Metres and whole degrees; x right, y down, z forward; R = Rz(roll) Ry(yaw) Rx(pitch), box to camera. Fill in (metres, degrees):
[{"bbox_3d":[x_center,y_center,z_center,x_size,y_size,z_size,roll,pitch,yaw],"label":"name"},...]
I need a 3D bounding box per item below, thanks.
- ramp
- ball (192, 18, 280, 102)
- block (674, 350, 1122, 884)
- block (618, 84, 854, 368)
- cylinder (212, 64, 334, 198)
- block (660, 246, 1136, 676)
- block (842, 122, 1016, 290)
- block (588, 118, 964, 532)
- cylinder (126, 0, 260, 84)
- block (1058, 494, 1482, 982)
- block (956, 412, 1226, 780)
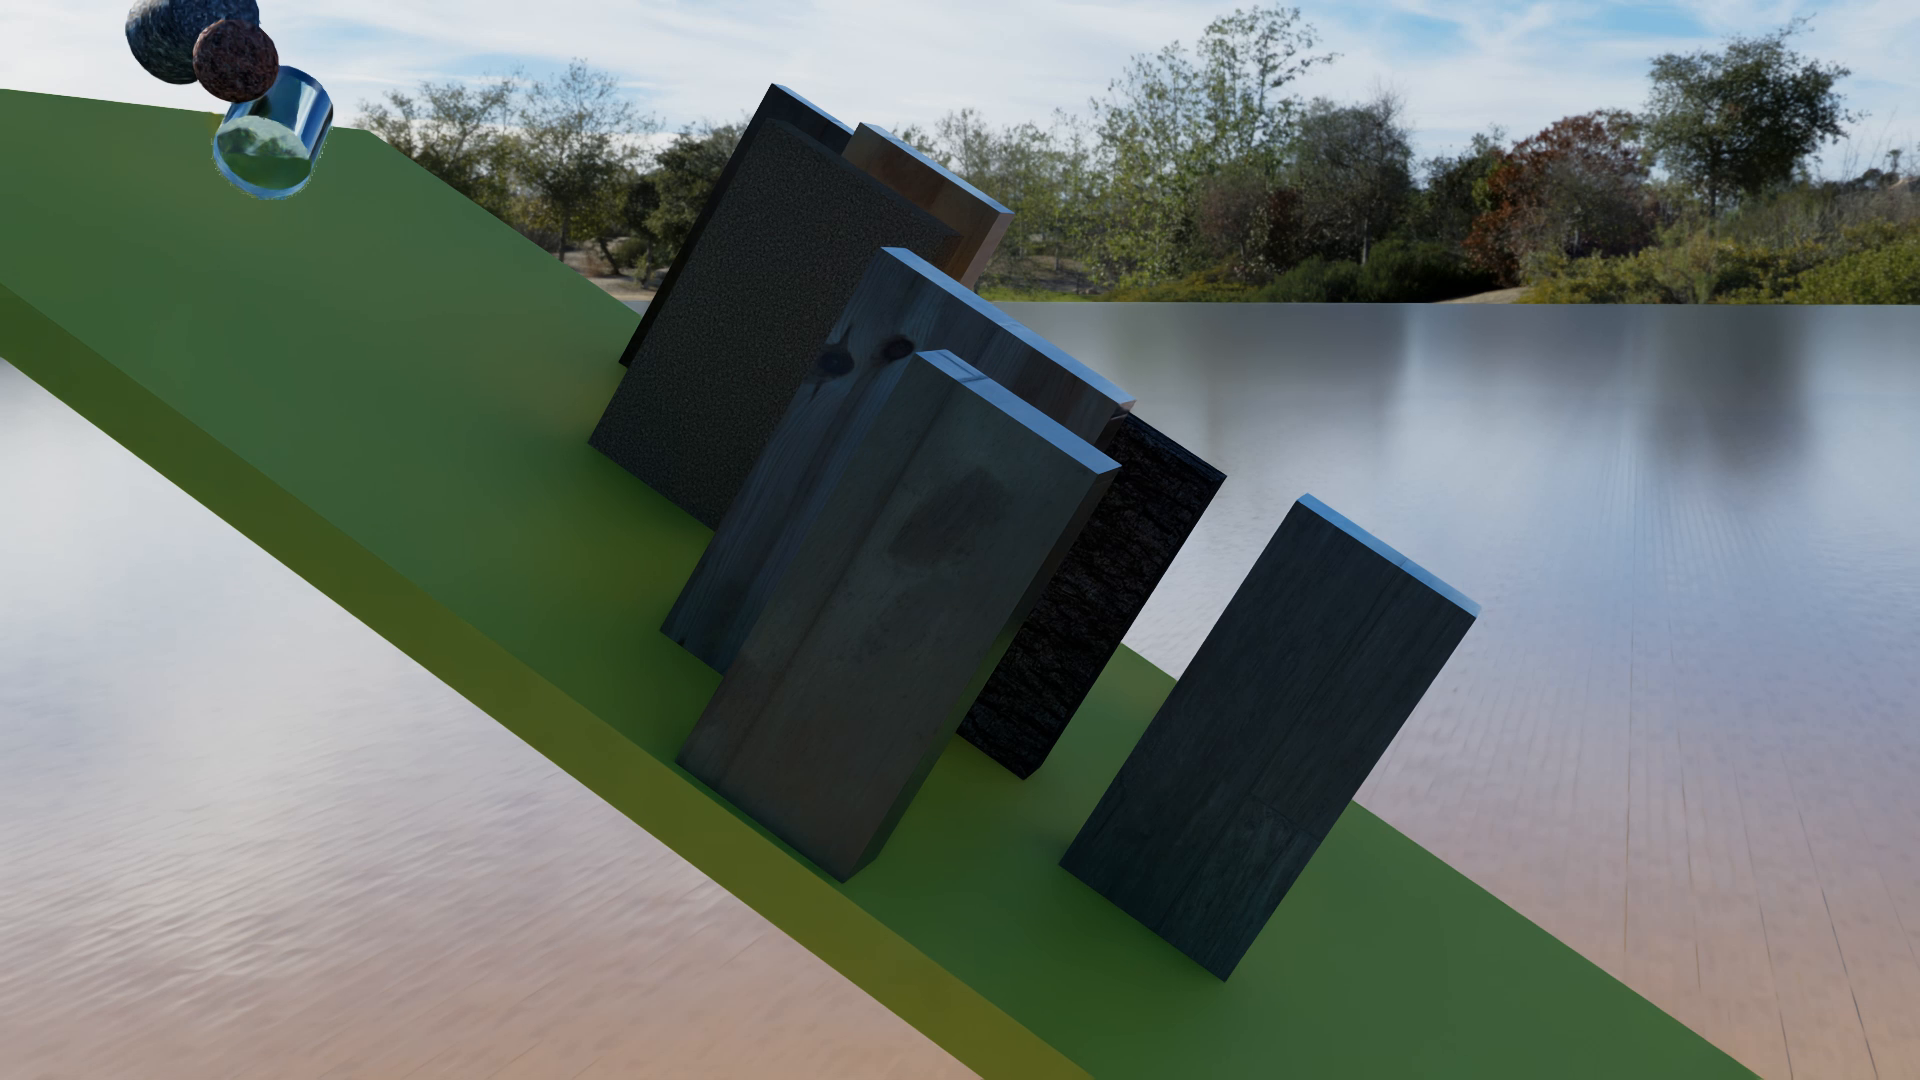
[{"bbox_3d":[-0.152,0.252,4.112,4.000,0.100,2.000,34,15,11],"label":"ramp"},{"bbox_3d":[-1.377,-0.911,4.183,0.157,0.157,0.157,0,7,0],"label":"ball"},{"bbox_3d":[-0.093,0.108,3.128,0.304,0.698,0.144,34,15,11],"label":"block"},{"bbox_3d":[-0.438,-0.598,4.736,0.301,0.696,0.081,34,15,11],"label":"block"},{"bbox_3d":[-1.349,-0.804,4.325,0.187,0.187,0.187,0,43,2],"label":"cylinder"},{"bbox_3d":[-0.107,-0.036,3.510,0.448,0.728,0.126,34,15,11],"label":"block"},{"bbox_3d":[-0.234,-0.417,4.421,0.337,0.762,0.112,34,15,11],"label":"block"},{"bbox_3d":[-0.353,-0.374,4.142,0.409,0.714,0.108,34,15,11],"label":"block"},{"bbox_3d":[-1.578,-1.060,4.524,0.195,0.195,0.195,-12,-3,43],"label":"cylinder"},{"bbox_3d":[0.495,0.320,3.557,0.329,0.723,0.123,34,15,11],"label":"block"},{"bbox_3d":[0.120,0.041,3.892,0.416,0.633,0.115,34,15,11],"label":"block"}]
